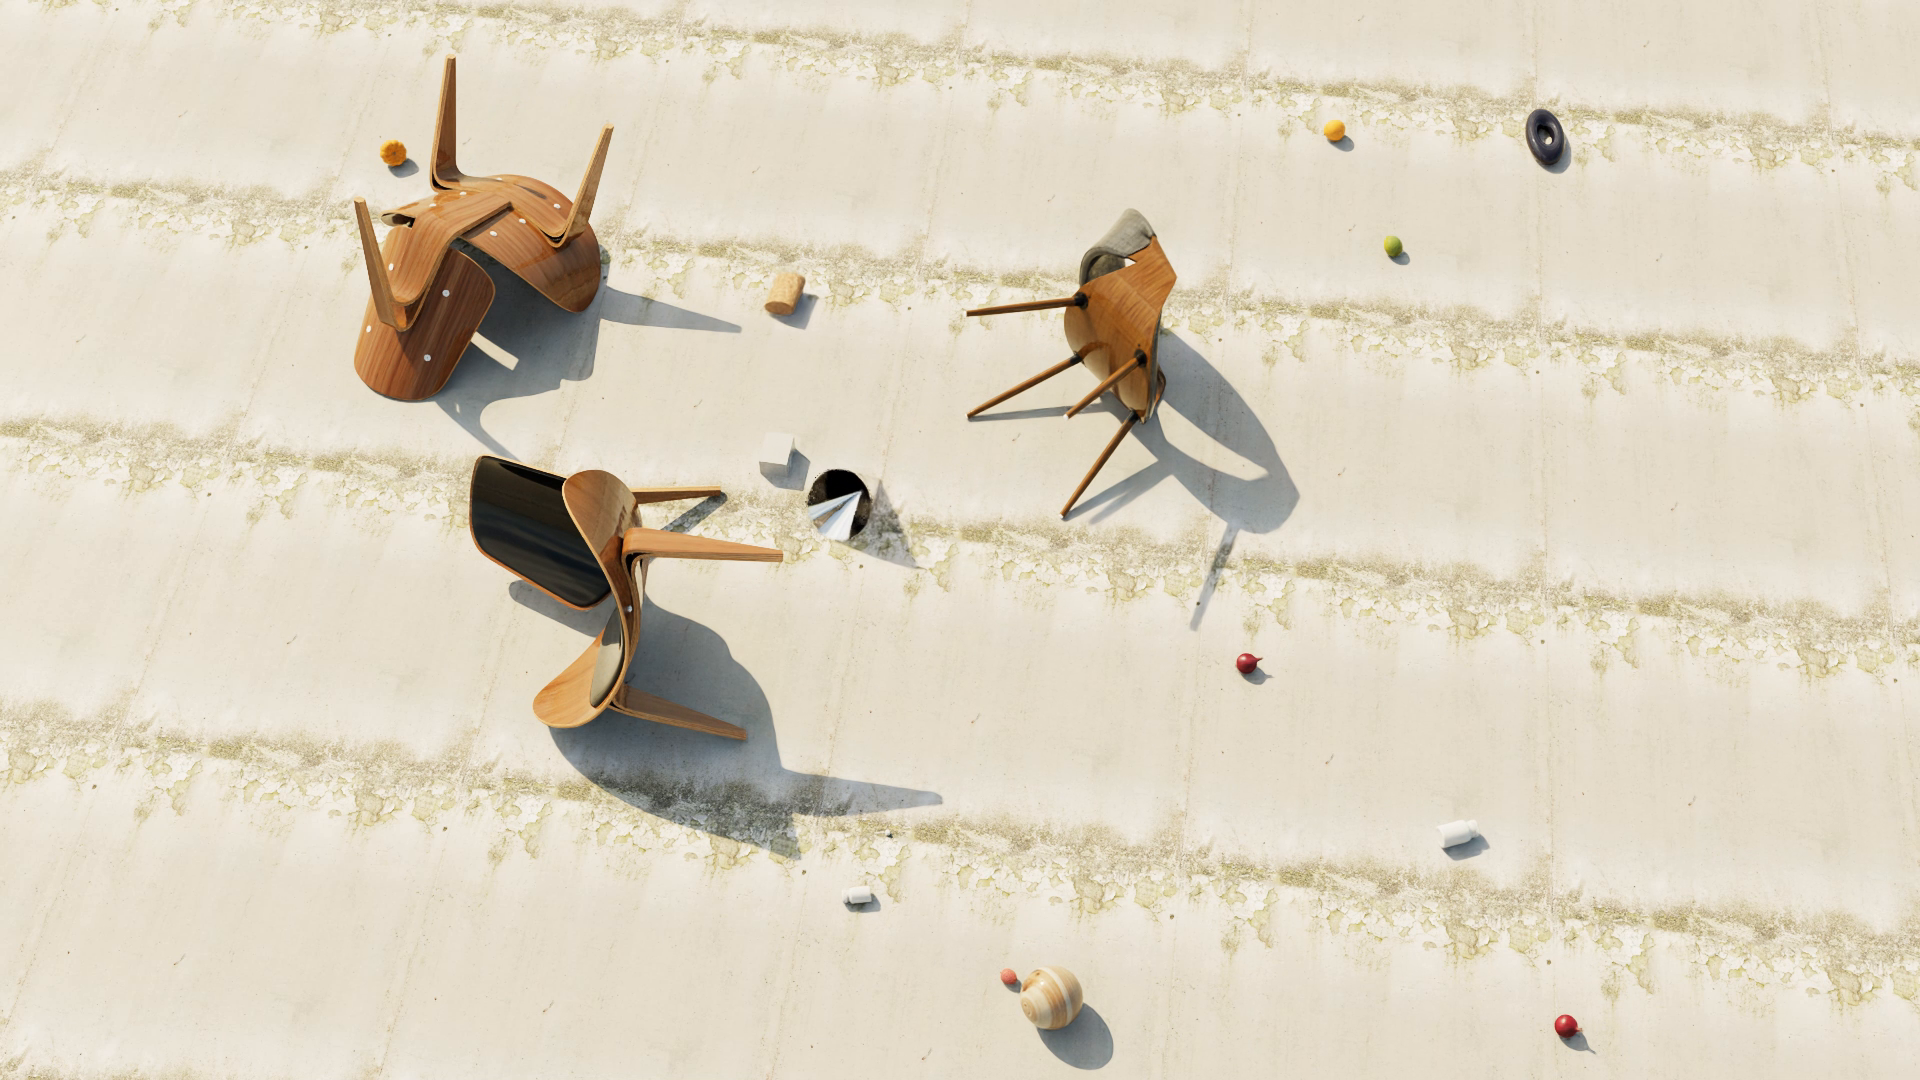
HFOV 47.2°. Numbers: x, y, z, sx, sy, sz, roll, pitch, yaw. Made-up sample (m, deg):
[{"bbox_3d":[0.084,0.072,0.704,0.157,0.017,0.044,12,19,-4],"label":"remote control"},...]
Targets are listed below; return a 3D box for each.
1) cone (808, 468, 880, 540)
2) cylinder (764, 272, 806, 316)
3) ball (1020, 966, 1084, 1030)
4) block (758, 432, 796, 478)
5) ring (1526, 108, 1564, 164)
[{"bbox_3d":[-0.300,-0.146,6.606,0.206,0.250,0.235,47,37,6],"label":"cone"},{"bbox_3d":[-0.561,-0.791,7.063,0.106,0.065,0.125,3,54,24],"label":"cylinder"},{"bbox_3d":[0.237,1.182,5.682,0.164,0.164,0.164,0,56,0],"label":"ball"},{"bbox_3d":[-0.557,-0.261,6.709,0.086,0.067,0.114,8,56,5],"label":"block"},{"bbox_3d":[1.985,-1.370,7.463,0.132,0.050,0.254,2,56,0],"label":"ring"}]
